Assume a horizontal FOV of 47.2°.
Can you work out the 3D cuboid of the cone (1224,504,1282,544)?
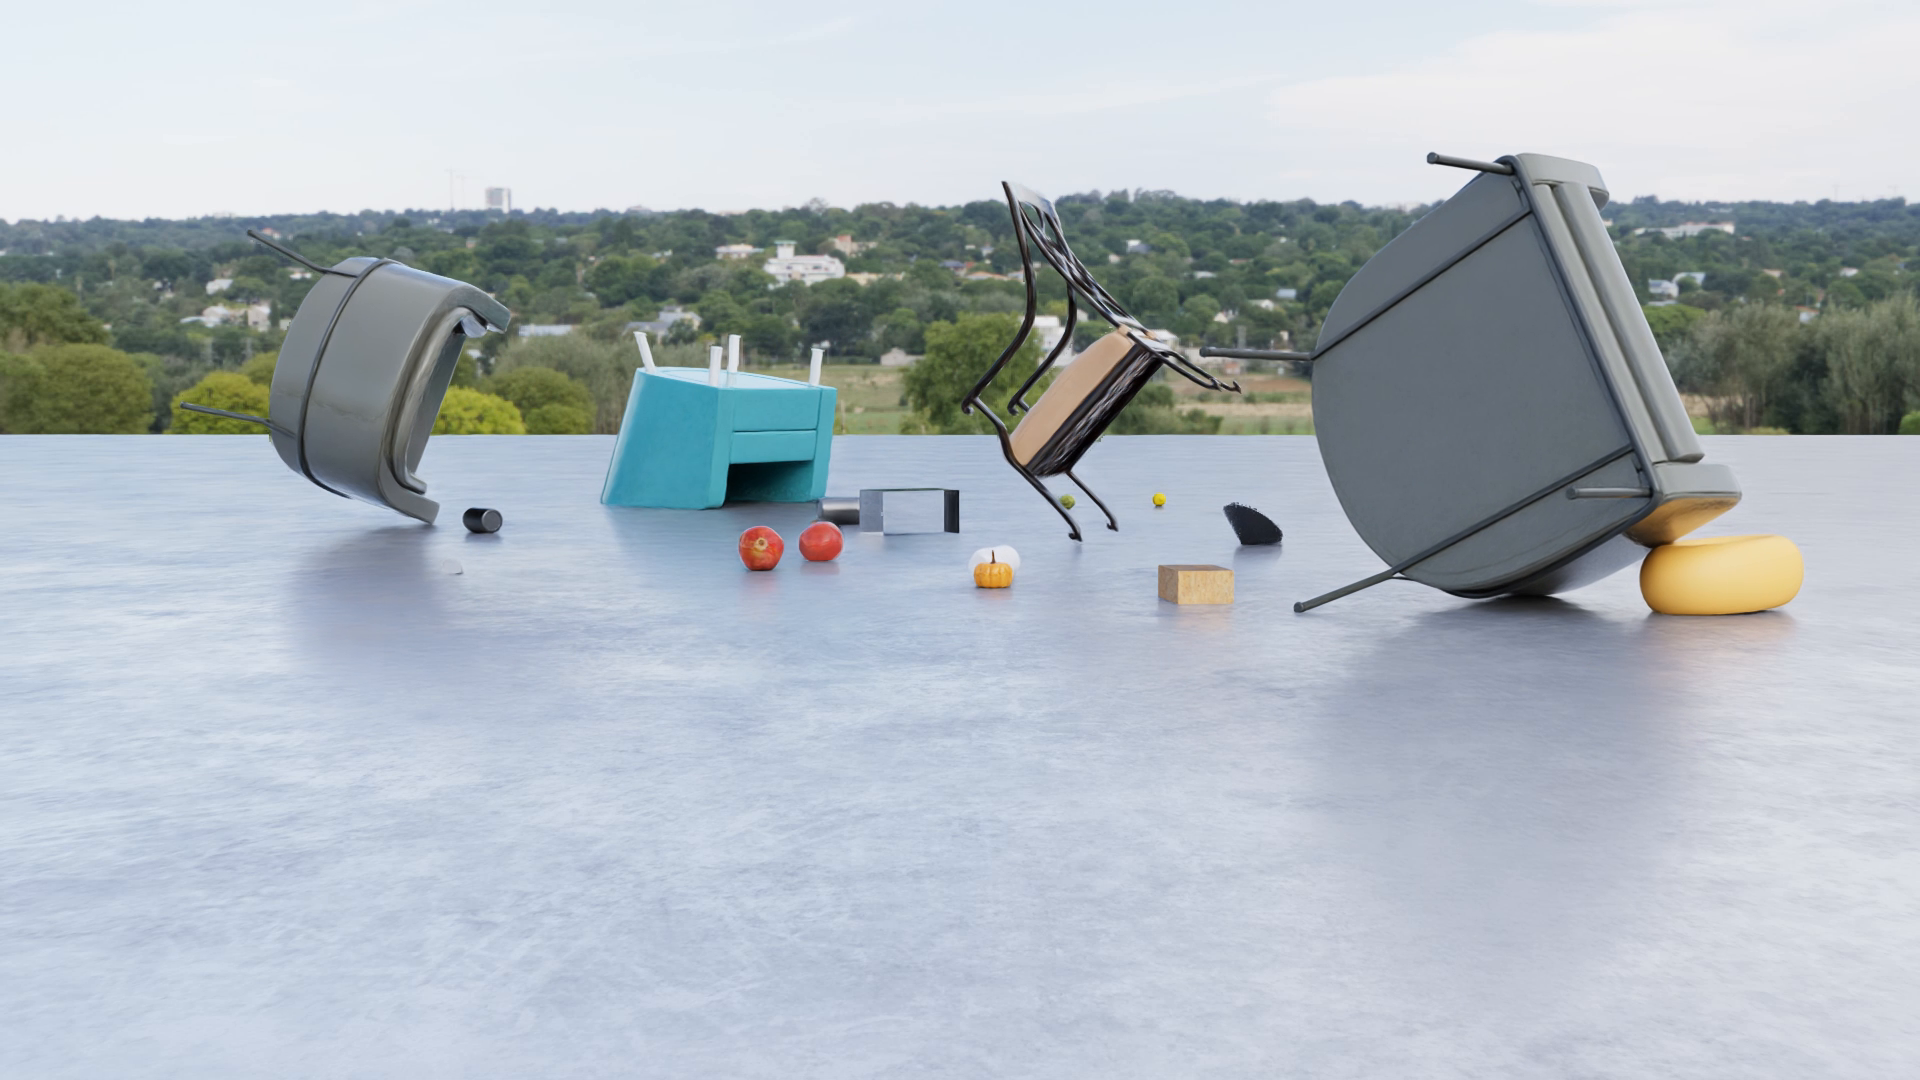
[{"bbox_3d":[0.830,-0.017,6.356,0.190,0.074,0.194,17,-23,34],"label":"cone"}]

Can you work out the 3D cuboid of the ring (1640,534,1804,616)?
[{"bbox_3d":[1.548,0.071,4.467,0.390,0.143,0.246,-6,3,-29],"label":"ring"}]

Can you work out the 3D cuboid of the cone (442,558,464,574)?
[{"bbox_3d":[-1.224,0.072,5.364,0.061,0.039,0.049,19,-11,28],"label":"cone"}]

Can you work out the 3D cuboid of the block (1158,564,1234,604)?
[{"bbox_3d":[0.501,0.093,4.683,0.119,0.069,0.170,-1,4,-9],"label":"block"}]

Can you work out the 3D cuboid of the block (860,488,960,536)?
[{"bbox_3d":[-0.158,-0.089,6.850,0.262,0.136,0.174,-2,4,-27],"label":"block"}]
